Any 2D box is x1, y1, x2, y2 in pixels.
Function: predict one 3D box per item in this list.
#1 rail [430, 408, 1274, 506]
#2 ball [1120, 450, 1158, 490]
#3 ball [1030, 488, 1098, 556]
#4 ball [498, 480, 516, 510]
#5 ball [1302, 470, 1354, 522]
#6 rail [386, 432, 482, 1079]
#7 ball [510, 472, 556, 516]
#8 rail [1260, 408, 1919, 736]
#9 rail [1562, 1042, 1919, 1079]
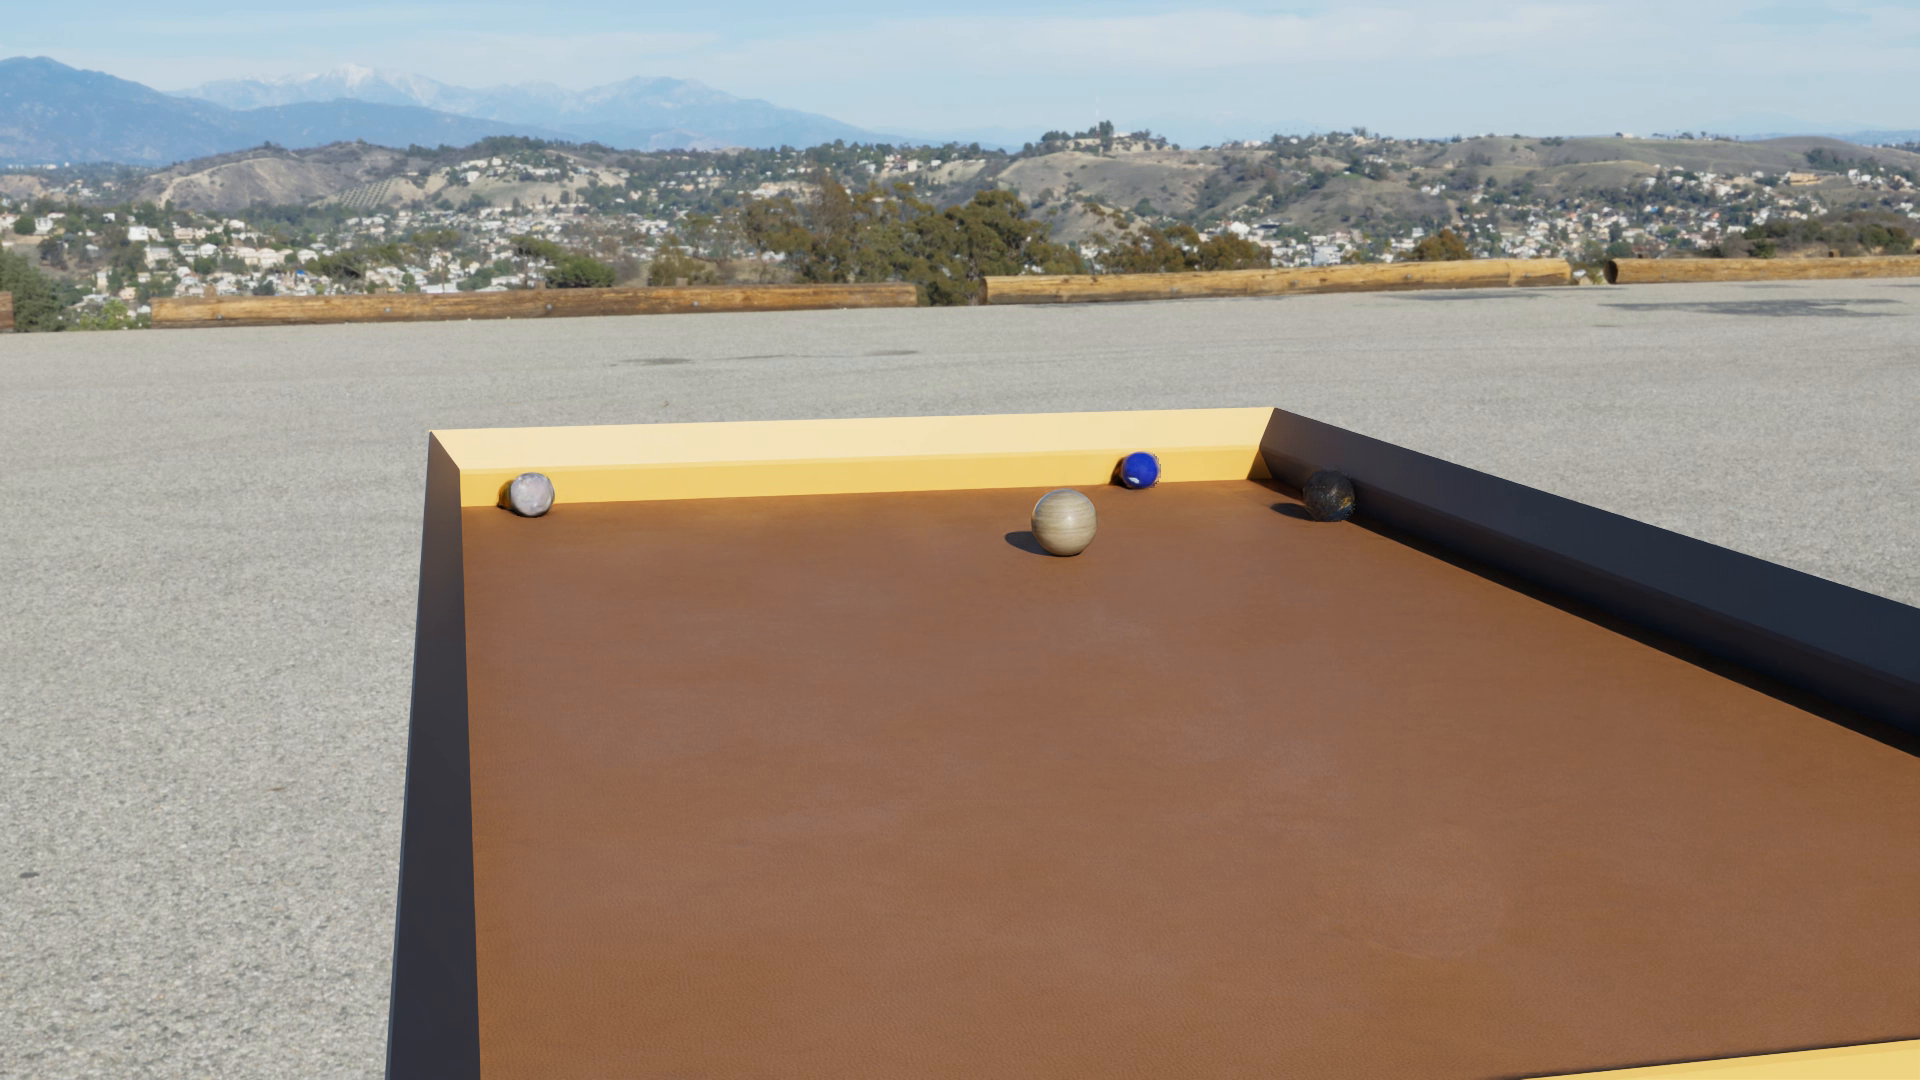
[{"bbox_3d":[-0.147,-0.140,3.725,1.459,0.126,0.045,-2,10,-13],"label":"rail"},{"bbox_3d":[0.309,-0.121,3.789,0.066,0.066,0.066,0,10,0],"label":"ball"},{"bbox_3d":[0.150,-0.025,3.165,0.097,0.097,0.097,0,10,0],"label":"ball"},{"bbox_3d":[-0.727,-0.073,3.572,0.047,0.047,0.047,0,10,0],"label":"ball"},{"bbox_3d":[0.579,-0.070,3.457,0.082,0.082,0.082,0,10,0],"label":"ball"},{"bbox_3d":[-0.536,0.116,2.283,0.045,0.126,2.729,-2,10,-13],"label":"rail"},{"bbox_3d":[-0.681,-0.073,3.504,0.071,0.071,0.071,0,10,0],"label":"ball"},{"bbox_3d":[0.840,0.061,2.593,0.045,0.126,2.729,-2,10,-13],"label":"rail"},{"bbox_3d":[0.451,0.317,1.151,1.459,0.126,0.045,-2,10,-13],"label":"rail"}]
